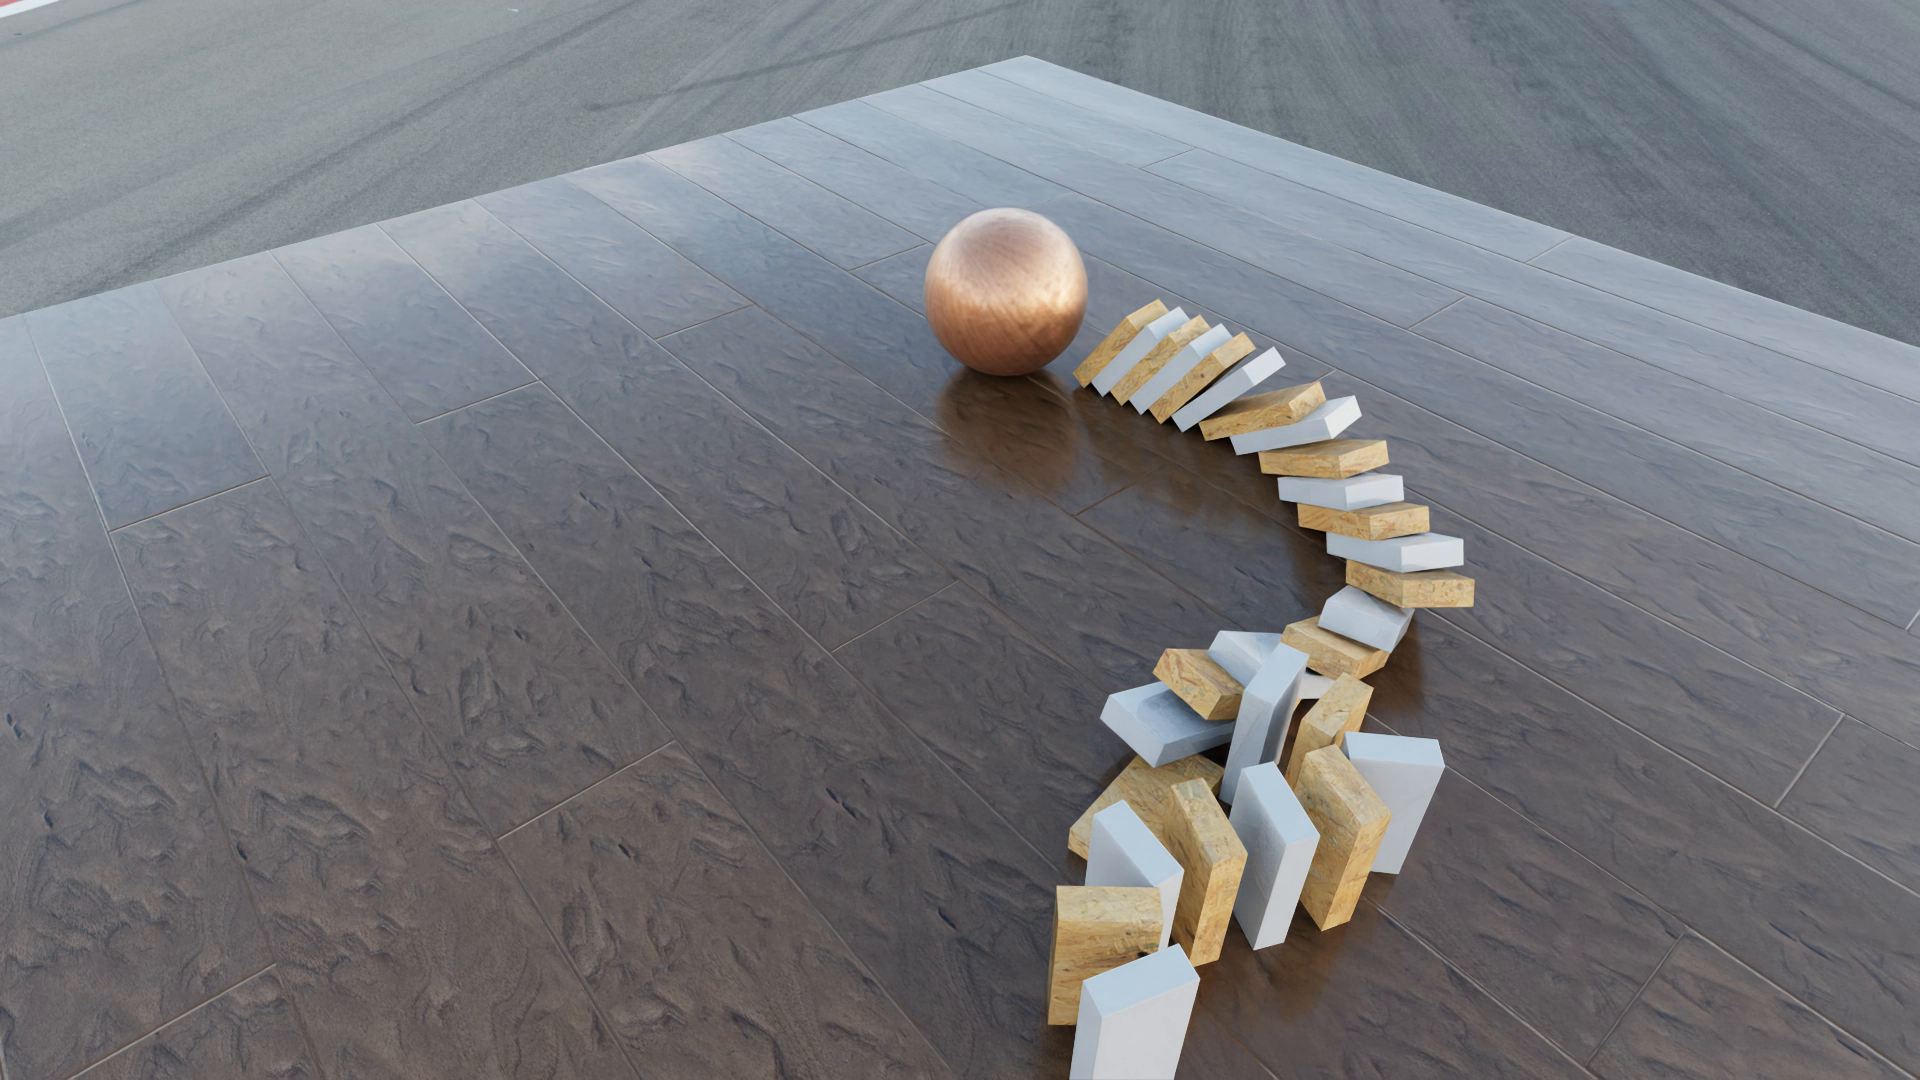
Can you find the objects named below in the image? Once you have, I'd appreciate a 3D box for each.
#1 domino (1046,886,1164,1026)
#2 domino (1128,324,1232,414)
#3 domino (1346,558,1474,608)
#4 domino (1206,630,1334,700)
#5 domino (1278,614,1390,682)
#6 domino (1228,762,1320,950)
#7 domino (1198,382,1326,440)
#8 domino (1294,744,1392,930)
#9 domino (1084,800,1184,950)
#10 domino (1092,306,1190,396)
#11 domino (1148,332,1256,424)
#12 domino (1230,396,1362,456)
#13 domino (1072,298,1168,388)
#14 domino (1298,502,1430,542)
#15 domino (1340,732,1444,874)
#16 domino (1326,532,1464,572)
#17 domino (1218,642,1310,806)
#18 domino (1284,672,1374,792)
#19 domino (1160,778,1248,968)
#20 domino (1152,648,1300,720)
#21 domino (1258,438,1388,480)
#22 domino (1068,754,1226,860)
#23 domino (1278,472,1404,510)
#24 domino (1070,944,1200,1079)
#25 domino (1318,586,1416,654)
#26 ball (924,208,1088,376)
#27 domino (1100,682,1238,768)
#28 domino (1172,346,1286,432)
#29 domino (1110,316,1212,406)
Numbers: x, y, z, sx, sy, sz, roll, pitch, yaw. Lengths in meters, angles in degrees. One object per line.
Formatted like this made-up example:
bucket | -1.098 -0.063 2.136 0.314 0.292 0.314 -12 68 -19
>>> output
domino | 0.036 0.107 0.281 0.025 0.050 0.009 1 39 1
domino | 0.102 -0.079 0.510 0.025 0.050 0.009 -33 84 -34
domino | 0.164 0.015 0.405 0.025 0.010 0.050 -1 8 -2
domino | 0.109 0.042 0.373 0.050 0.010 0.025 7 27 -43
domino | 0.130 0.037 0.380 0.025 0.010 0.050 28 17 30
domino | 0.084 0.088 0.304 0.009 0.050 0.025 -10 40 -12
domino | 0.135 -0.057 0.492 0.025 0.010 0.050 -33 15 -34
domino | 0.103 0.084 0.309 0.010 0.050 0.025 -13 41 -16
domino | 0.045 0.096 0.295 0.009 0.050 0.025 -21 44 -23
domino | 0.086 -0.089 0.523 0.025 0.050 0.010 -33 84 -34
domino | 0.110 -0.074 0.504 0.025 0.050 0.009 -33 84 -34
domino | 0.147 -0.050 0.484 0.025 0.010 0.050 -33 15 -34
domino | 0.077 -0.094 0.529 0.025 0.050 0.009 -33 84 -34
domino | 0.158 -0.009 0.435 0.025 0.009 0.050 -9 9 -13
domino | 0.119 0.077 0.318 0.025 0.050 0.009 4 40 5
domino | 0.165 0.003 0.420 0.025 0.009 0.050 -7 9 -11
domino | 0.094 0.058 0.340 0.009 0.050 0.025 25 46 27
domino | 0.108 0.066 0.331 0.010 0.050 0.025 30 48 31
domino | 0.064 0.091 0.300 0.010 0.050 0.025 -11 41 -13
domino | 0.090 0.048 0.365 0.050 0.009 0.025 6 26 -43
domino | 0.154 -0.035 0.468 0.025 0.009 0.050 -18 13 -21
domino | 0.059 0.083 0.342 0.025 0.010 0.050 28 47 30
domino | 0.155 -0.021 0.450 0.025 0.009 0.050 -11 9 -13
domino | 0.041 0.119 0.266 0.025 0.050 0.009 -14 41 -17
domino | 0.145 0.027 0.391 0.025 0.010 0.050 22 13 24
ball | 0.022 -0.120 0.534 0.080 0.080 0.080 0 39 0
domino | 0.073 0.058 0.360 0.050 0.009 0.025 -7 35 -40
domino | 0.121 -0.068 0.498 0.025 0.050 0.009 -33 89 -34
domino | 0.094 -0.084 0.517 0.025 0.050 0.010 -33 84 -34
